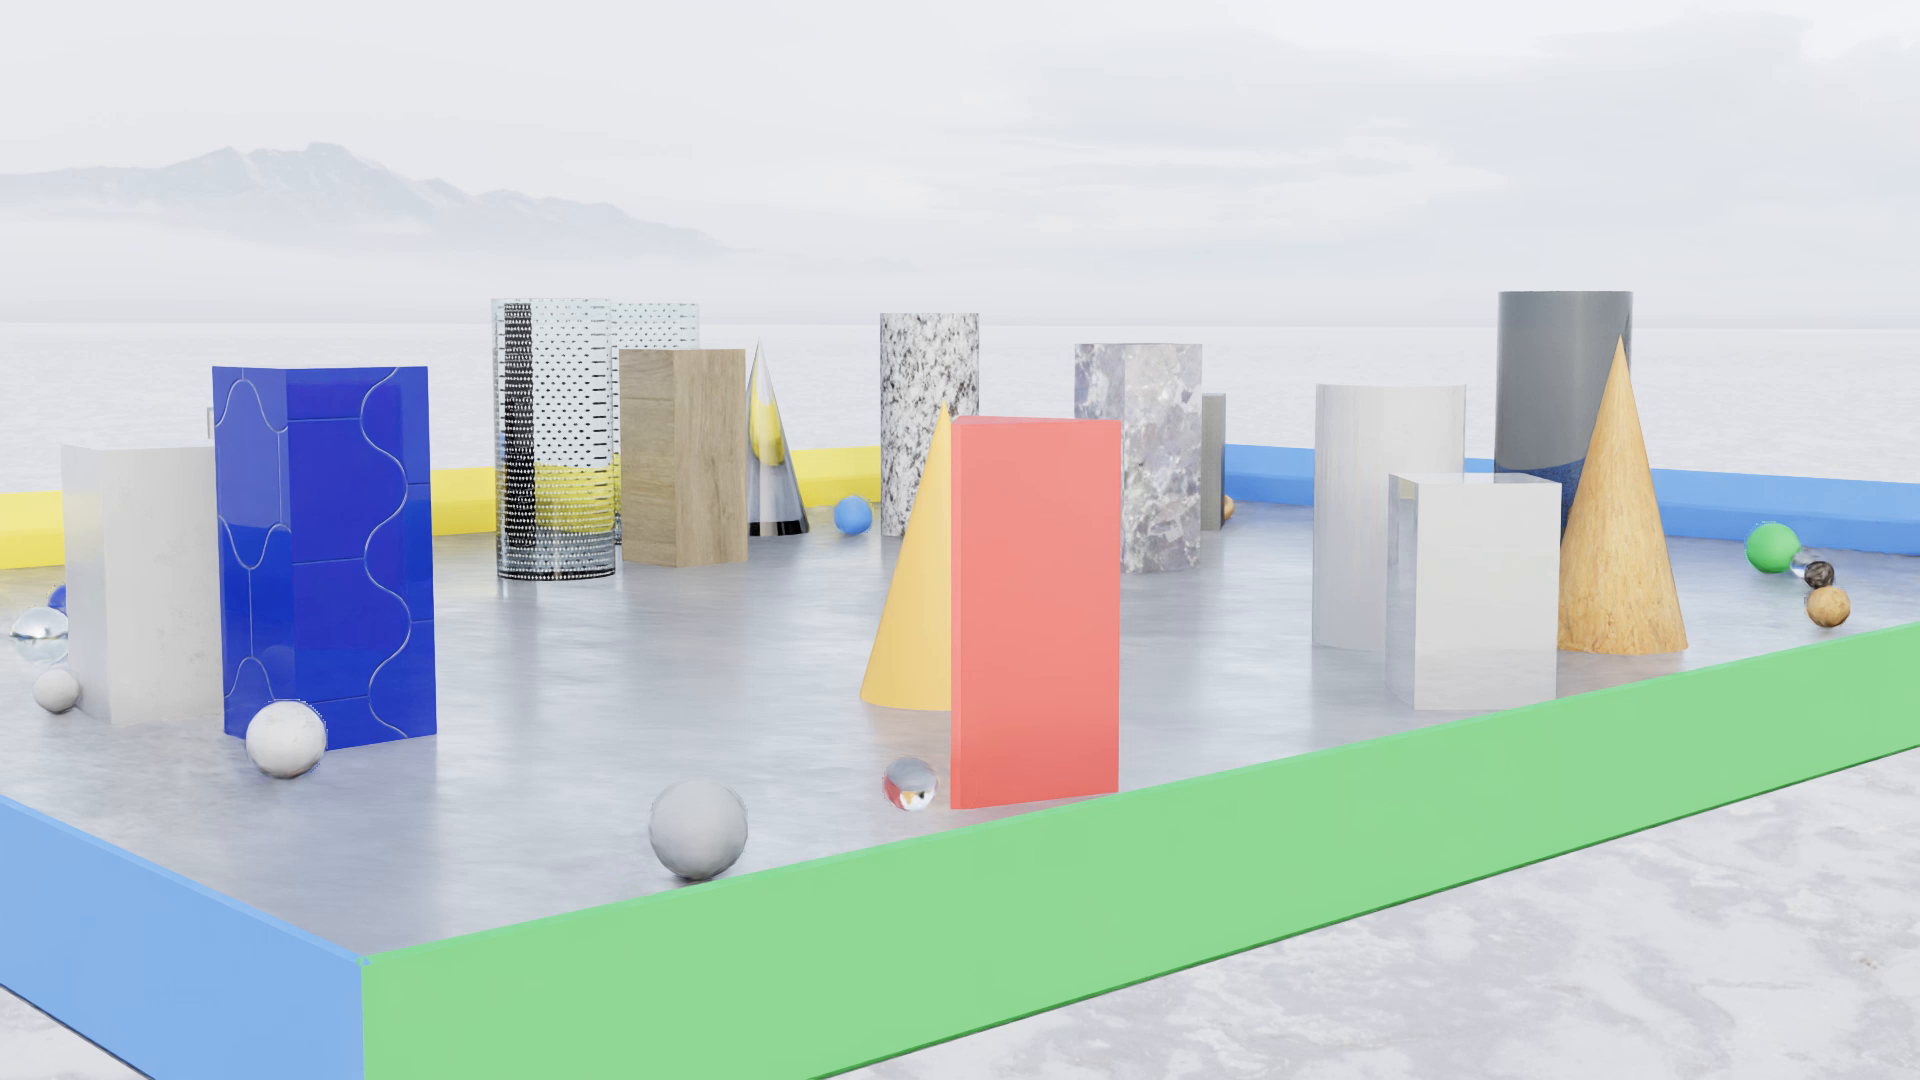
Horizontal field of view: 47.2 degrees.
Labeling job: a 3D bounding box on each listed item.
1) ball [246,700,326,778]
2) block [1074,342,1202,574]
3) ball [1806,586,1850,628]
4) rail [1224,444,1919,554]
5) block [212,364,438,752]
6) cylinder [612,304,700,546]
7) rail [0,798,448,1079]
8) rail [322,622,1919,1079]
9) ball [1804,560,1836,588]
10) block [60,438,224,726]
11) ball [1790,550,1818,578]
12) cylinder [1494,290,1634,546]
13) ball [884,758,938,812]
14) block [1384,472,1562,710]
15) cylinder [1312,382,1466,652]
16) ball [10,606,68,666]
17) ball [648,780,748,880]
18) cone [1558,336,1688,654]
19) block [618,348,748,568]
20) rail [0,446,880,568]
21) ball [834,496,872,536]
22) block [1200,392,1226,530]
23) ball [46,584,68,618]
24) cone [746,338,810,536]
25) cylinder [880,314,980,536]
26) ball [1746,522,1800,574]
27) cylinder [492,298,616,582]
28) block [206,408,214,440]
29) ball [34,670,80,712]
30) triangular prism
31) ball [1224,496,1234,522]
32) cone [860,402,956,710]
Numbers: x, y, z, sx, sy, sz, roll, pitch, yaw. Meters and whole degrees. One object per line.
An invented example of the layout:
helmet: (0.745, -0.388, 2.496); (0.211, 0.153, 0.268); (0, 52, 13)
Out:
ball: (-0.644, 0.191, 2.101); (0.074, 0.074, 0.074); (0, 6, 0)
block: (0.308, -0.147, 3.827); (0.159, 0.387, 0.159); (-3, 7, -29)
ball: (1.223, 0.094, 3.098); (0.059, 0.059, 0.059); (0, 6, 0)
rail: (1.270, -0.088, 4.498); (0.045, 0.129, 2.940); (-5, 8, -42)
block: (-0.664, 0.012, 2.302); (0.159, 0.387, 0.159); (-6, 8, -44)
cylinder: (-0.602, -0.227, 4.255); (0.199, 0.459, 0.199); (0, 6, 0)
rail: (-1.270, 0.155, 2.166); (0.045, 0.129, 2.940); (-5, 8, -42)
rail: (0.981, 0.144, 2.275); (3.505, 0.129, 0.045); (-5, 8, -42)
ball: (1.377, 0.056, 3.523); (0.047, 0.047, 0.047); (0, 6, 0)
block: (-0.896, 0.041, 2.460); (0.159, 0.297, 0.159); (-4, 7, -36)
ball: (1.413, 0.040, 3.678); (0.046, 0.046, 0.046); (0, 6, 0)
cylinder: (0.916, -0.141, 3.353); (0.199, 0.473, 0.199); (0, 6, 0)
ball: (-0.043, 0.218, 1.963); (0.048, 0.048, 0.048); (0, 6, 0)
block: (0.586, 0.056, 2.528); (0.159, 0.254, 0.159); (0, 6, -1)
cylinder: (0.577, -0.037, 2.963); (0.199, 0.348, 0.199); (0, 6, 0)
ball: (-1.156, 0.121, 2.770); (0.074, 0.074, 0.074); (0, 6, 0)
ball: (-0.205, 0.227, 1.729); (0.078, 0.078, 0.078); (0, 6, 0)
cone: (0.875, -0.067, 2.936); (0.199, 0.414, 0.199); (0, 6, 0)
block: (-0.492, -0.151, 3.913); (0.159, 0.377, 0.159); (-6, 8, -44)
rail: (-0.981, -0.077, 4.389); (3.505, 0.129, 0.045); (-5, 8, -42)
ball: (-0.213, -0.049, 4.378); (0.078, 0.078, 0.078); (0, 6, 0)
block: (0.464, -0.164, 4.541); (0.159, 0.273, 0.159); (1, 6, 10)
ball: (-1.255, 0.092, 3.104); (0.062, 0.062, 0.062); (0, 6, 0)
cone: (-0.403, -0.214, 4.437); (0.199, 0.394, 0.199); (0, 6, 0)
cylinder: (-0.060, -0.234, 4.408); (0.199, 0.440, 0.199); (0, 6, 0)
ball: (1.378, 0.014, 3.728); (0.087, 0.087, 0.087); (0, 6, 0)
cylinder: (-0.685, -0.174, 3.710); (0.199, 0.465, 0.199); (0, 6, 0)
block: (-1.132, -0.070, 3.571); (0.159, 0.287, 0.159); (-2, 6, -20)
ball: (-1.003, 0.168, 2.443); (0.048, 0.048, 0.048); (0, 6, 0)
triangular prism: (0.038, 0.059, 2.056); (0.172, 0.345, 0.149); (-3, 7, -27)
ball: (0.549, -0.067, 4.648); (0.059, 0.059, 0.059); (0, 6, 0)
cone: (-0.018, 0.009, 2.539); (0.199, 0.345, 0.199); (0, 6, 0)
